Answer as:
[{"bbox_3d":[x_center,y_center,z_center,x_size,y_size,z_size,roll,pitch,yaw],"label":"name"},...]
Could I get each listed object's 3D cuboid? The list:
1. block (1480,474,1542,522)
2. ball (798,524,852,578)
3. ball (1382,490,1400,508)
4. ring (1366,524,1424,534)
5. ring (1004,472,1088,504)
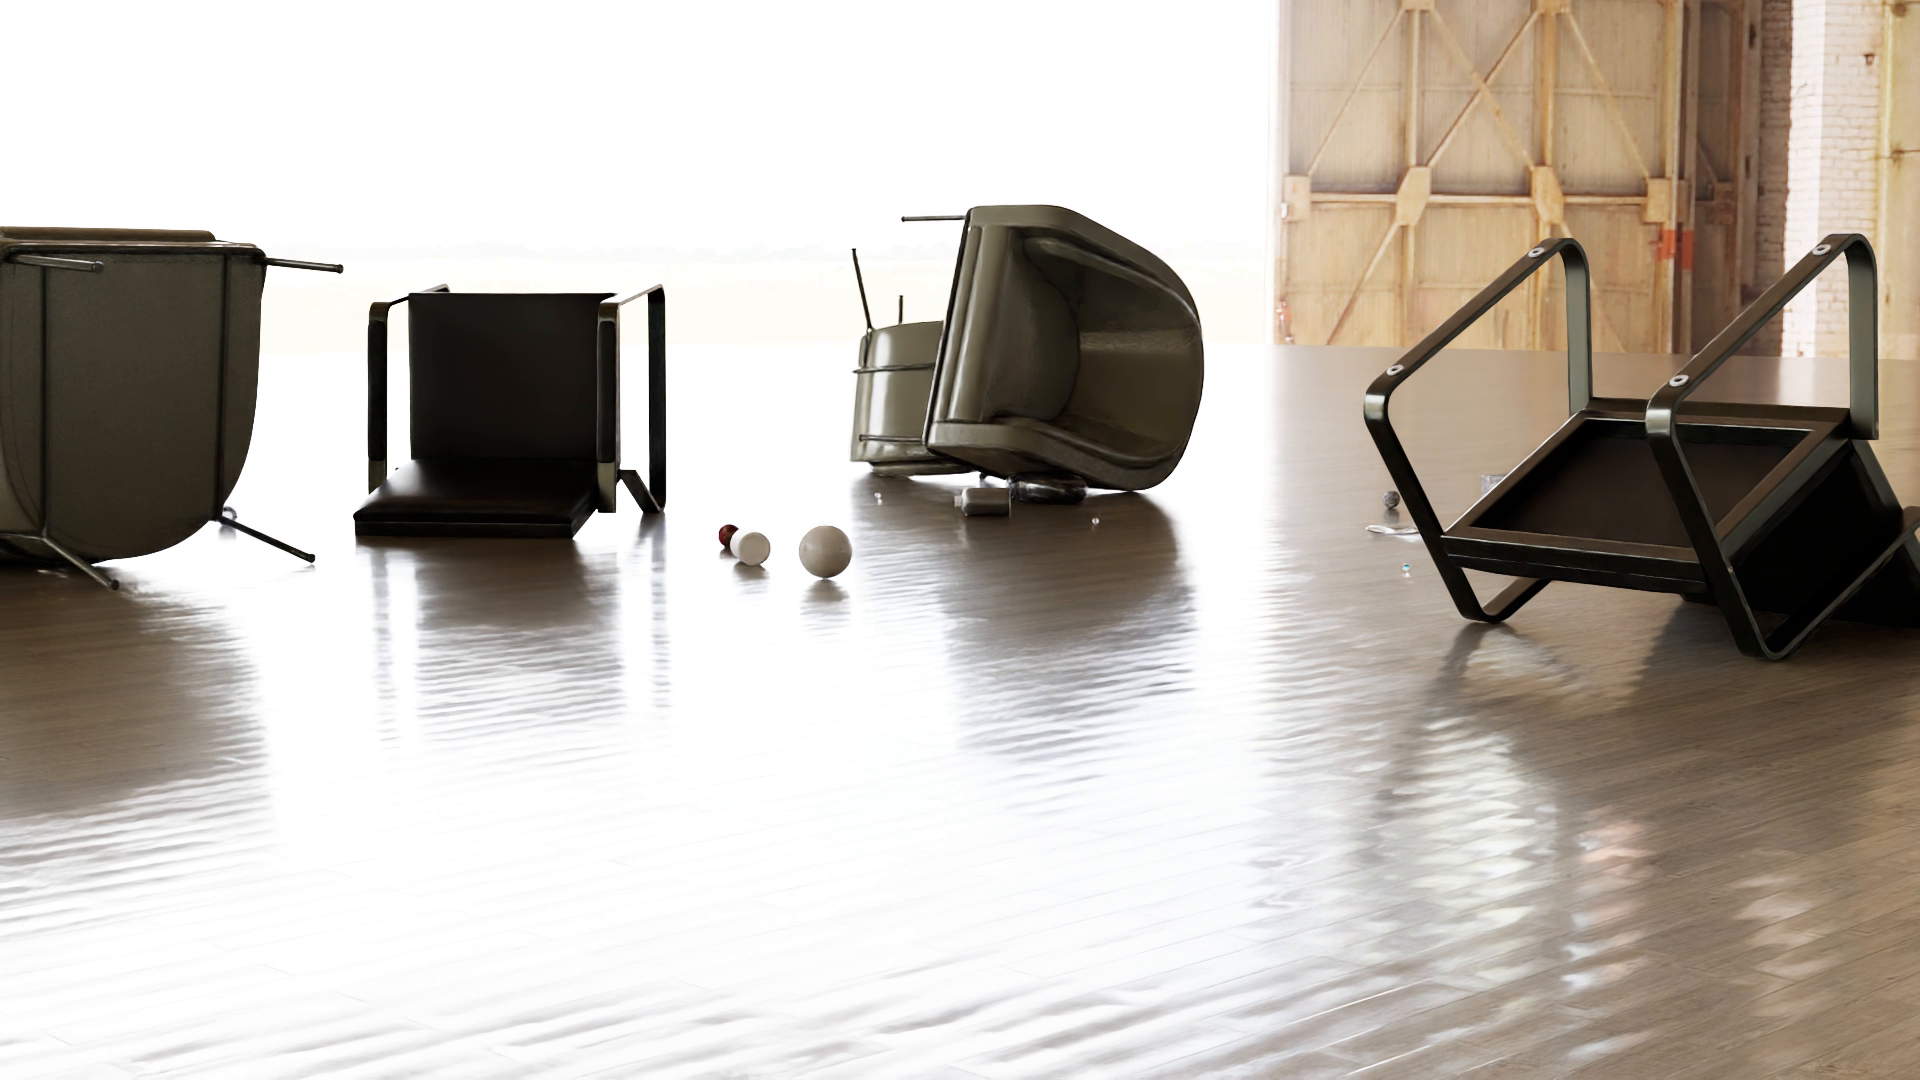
[{"bbox_3d":[1.488,-0.114,6.929,0.112,0.120,0.114,-3,6,-25],"label":"block"},{"bbox_3d":[-0.293,0.025,5.588,0.119,0.119,0.119,0,6,0],"label":"ball"},{"bbox_3d":[1.225,-0.116,7.292,0.051,0.051,0.051,0,6,0],"label":"ball"},{"bbox_3d":[1.118,-0.027,6.585,0.148,0.018,0.075,1,7,9],"label":"ring"},{"bbox_3d":[0.251,-0.153,7.506,0.196,0.082,0.345,-2,6,-29],"label":"ring"}]
